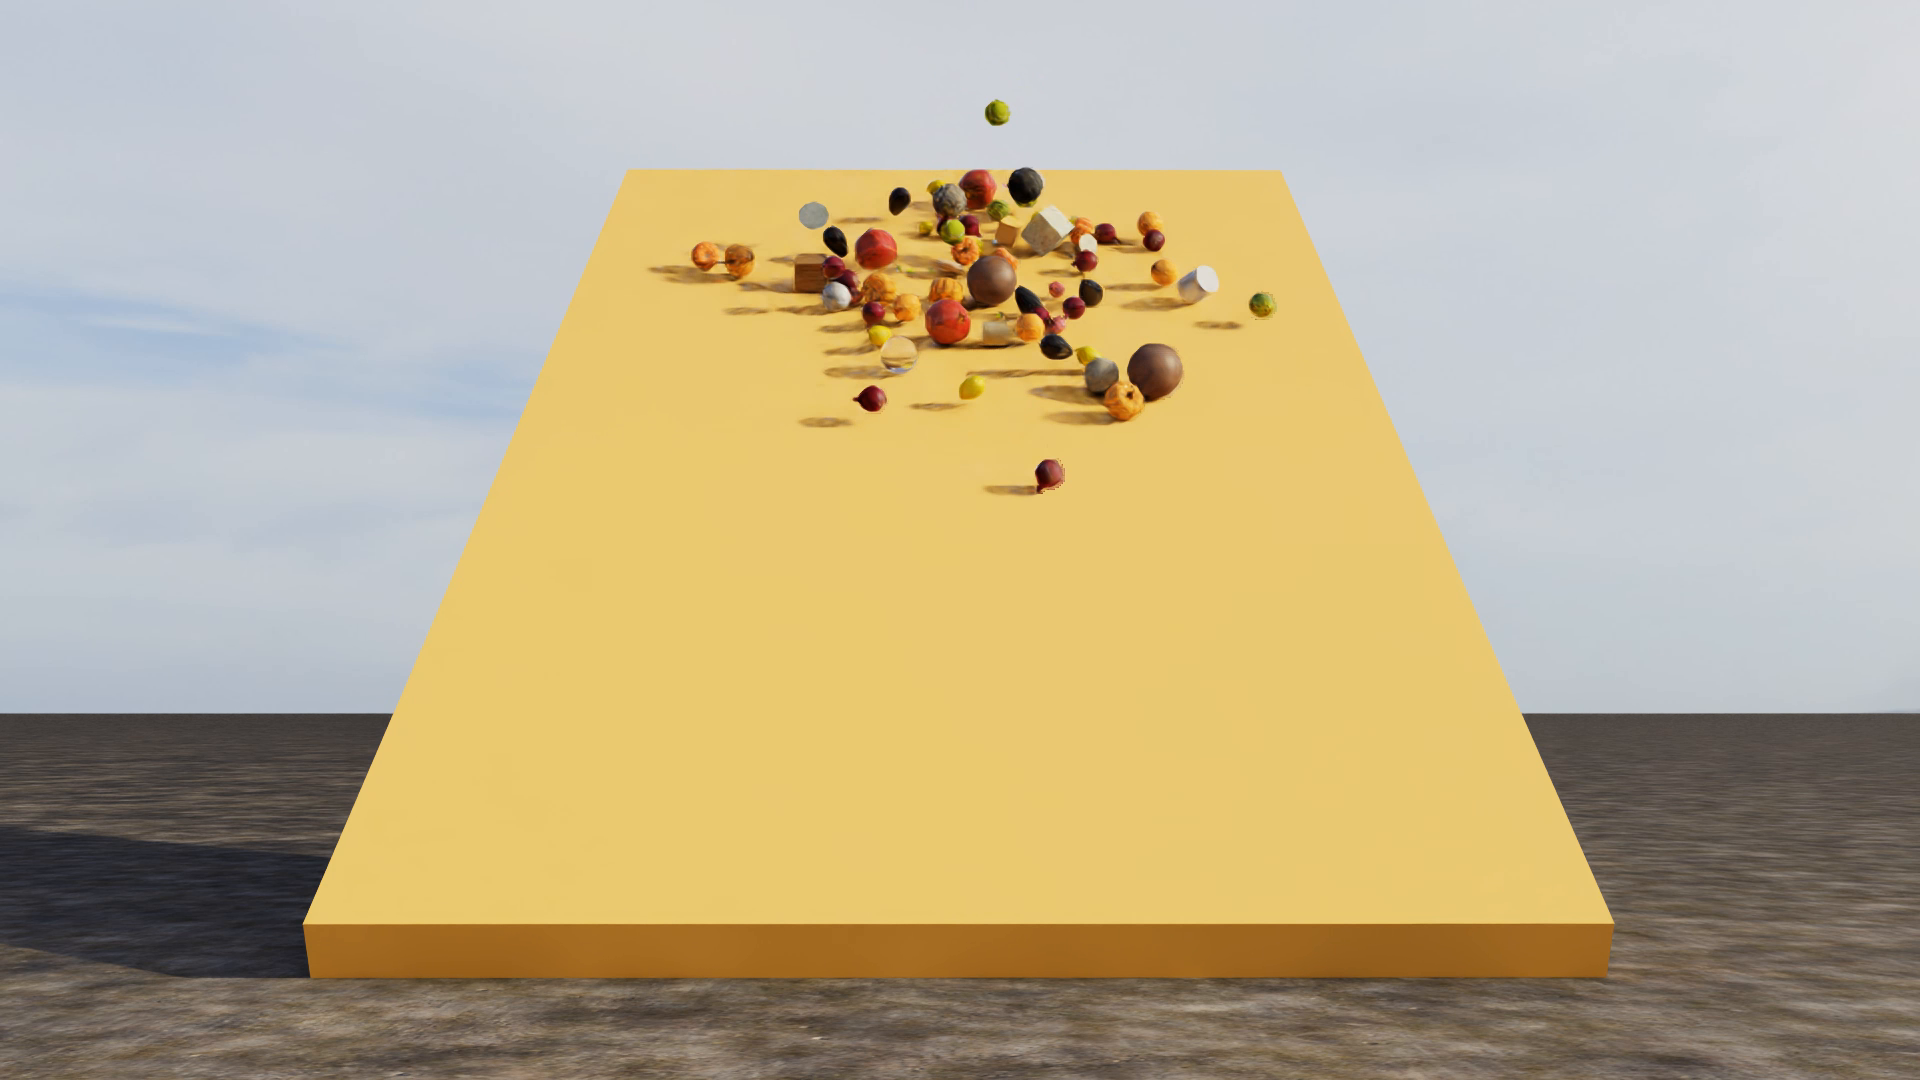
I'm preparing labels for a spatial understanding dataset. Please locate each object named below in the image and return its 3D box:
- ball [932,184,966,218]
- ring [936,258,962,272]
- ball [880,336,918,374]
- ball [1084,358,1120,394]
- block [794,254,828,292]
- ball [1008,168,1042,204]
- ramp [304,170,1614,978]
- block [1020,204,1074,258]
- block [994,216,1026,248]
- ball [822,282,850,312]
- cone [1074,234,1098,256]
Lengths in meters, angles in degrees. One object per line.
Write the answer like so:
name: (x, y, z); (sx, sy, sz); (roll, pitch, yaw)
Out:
ball: (-0.028, -0.909, 6.294); (0.091, 0.091, 0.091); (0, -4, 0)
ring: (-0.029, -0.735, 6.295); (0.077, 0.026, 0.077); (15, 9, -3)
ball: (-0.146, -0.444, 5.636); (0.092, 0.092, 0.092); (0, -4, 0)
ball: (0.333, -0.387, 5.525); (0.086, 0.086, 0.086); (0, -4, 0)
block: (-0.393, -0.703, 6.191); (0.080, 0.080, 0.080); (0, 25, 0)
ball: (0.184, -1.002, 6.637); (0.099, 0.099, 0.099); (0, -4, 0)
ramp: (-0.009, -0.229, 5.408); (2.000, 0.100, 4.000); (0, 25, 0)
block: (0.239, -0.850, 6.448); (0.091, 0.091, 0.091); (-44, -1, 36)
block: (0.140, -0.858, 6.531); (0.058, 0.058, 0.058); (25, 32, 14)
ball: (-0.319, -0.625, 6.035); (0.075, 0.075, 0.075); (0, -4, 0)
cone: (0.334, -0.806, 6.471); (0.064, 0.064, 0.064); (3, -7, -34)
